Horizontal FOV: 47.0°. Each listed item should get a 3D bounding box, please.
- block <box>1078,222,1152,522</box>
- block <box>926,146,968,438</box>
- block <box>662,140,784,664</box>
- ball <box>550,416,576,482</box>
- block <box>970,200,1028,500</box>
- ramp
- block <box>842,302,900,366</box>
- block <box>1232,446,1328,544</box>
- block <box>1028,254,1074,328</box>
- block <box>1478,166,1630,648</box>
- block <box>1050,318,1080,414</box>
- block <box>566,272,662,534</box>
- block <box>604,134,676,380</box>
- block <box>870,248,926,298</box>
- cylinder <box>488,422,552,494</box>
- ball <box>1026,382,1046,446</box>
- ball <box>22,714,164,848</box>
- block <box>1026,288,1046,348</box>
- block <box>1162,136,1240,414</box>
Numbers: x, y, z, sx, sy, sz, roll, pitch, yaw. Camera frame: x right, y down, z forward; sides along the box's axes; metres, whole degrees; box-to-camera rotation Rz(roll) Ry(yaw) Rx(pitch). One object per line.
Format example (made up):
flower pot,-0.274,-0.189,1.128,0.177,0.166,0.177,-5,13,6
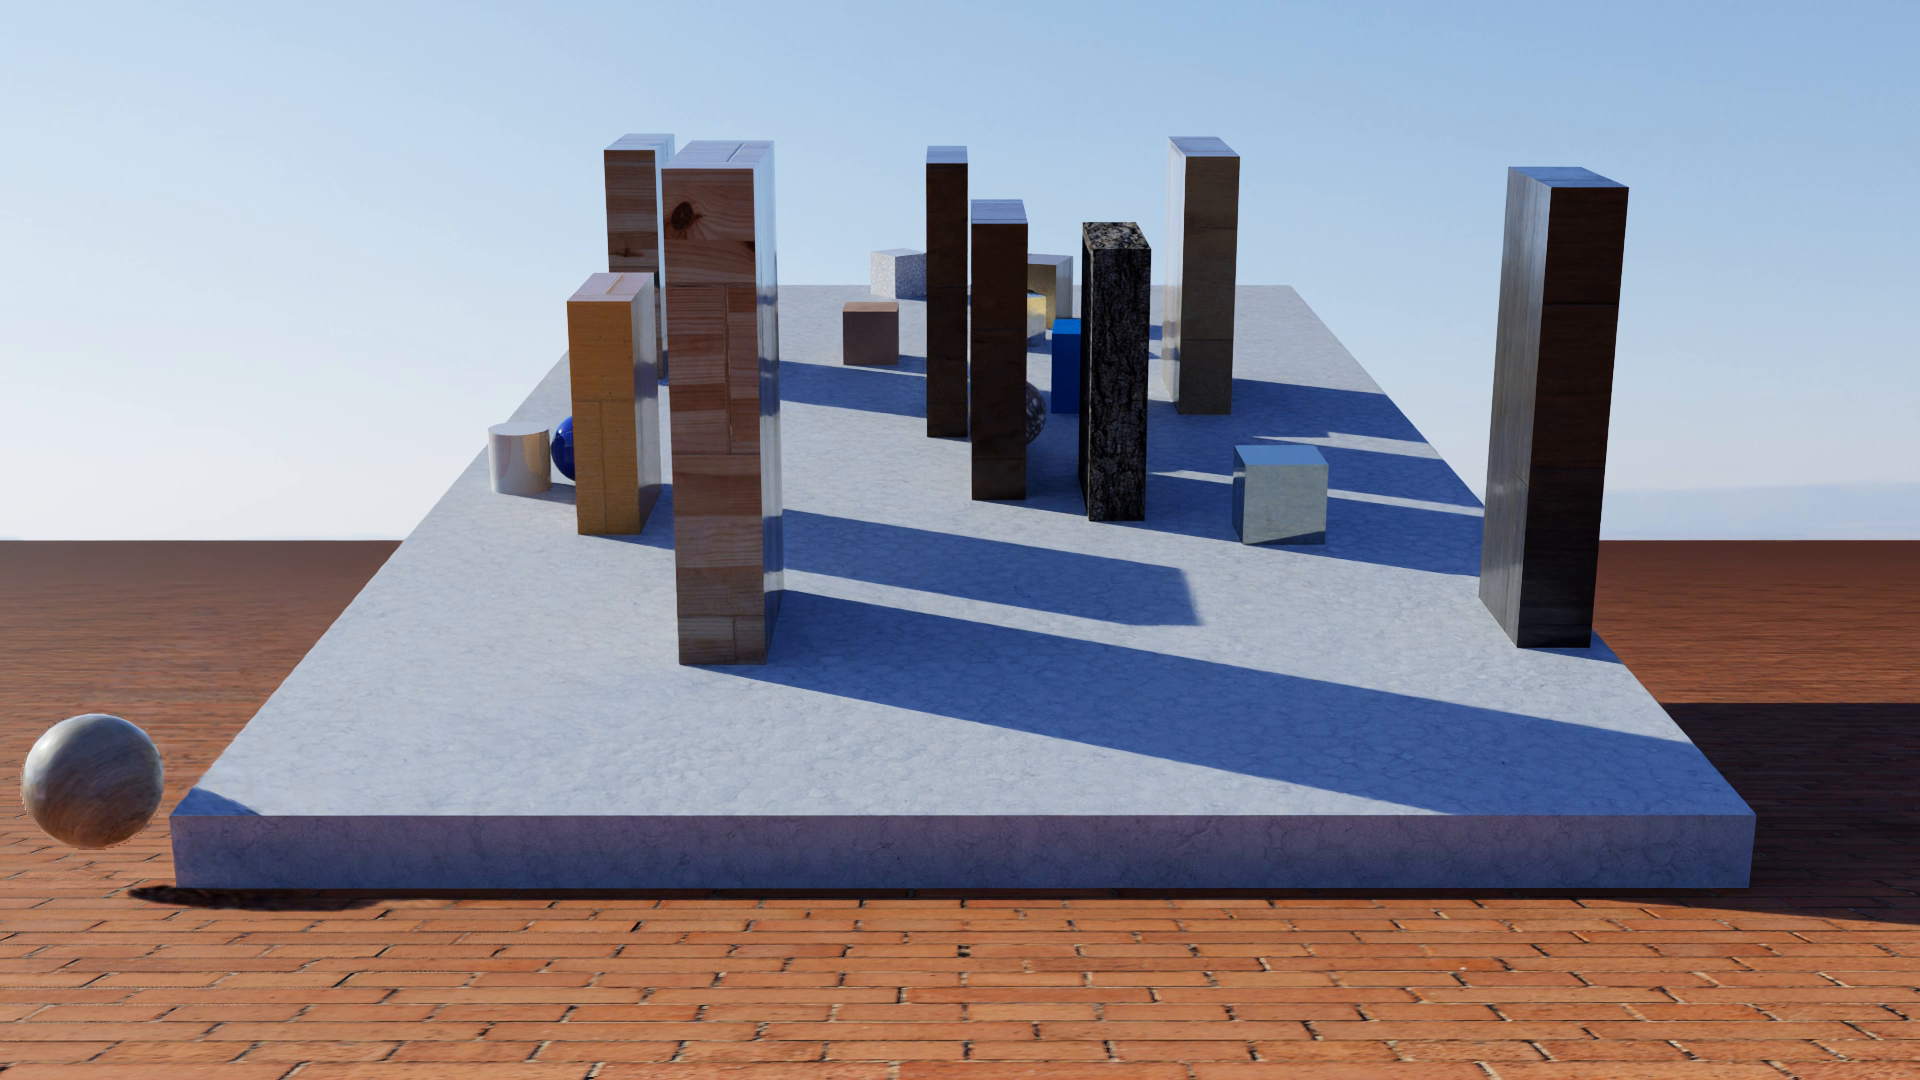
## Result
block,0.290,-0.326,4.197,0.104,0.507,0.347,0,16,0
block,-0.028,-0.548,4.824,0.087,0.584,0.338,0,16,0
block,-0.358,-0.222,3.409,0.130,0.743,0.382,0,16,0
ball,-0.735,-0.181,4.349,0.142,0.142,0.142,0,0,0
block,0.074,-0.380,4.338,0.104,0.531,0.347,0,16,0
ramp,-0.002,-0.161,4.717,2.000,0.100,4.000,0,16,0
block,-0.222,-0.517,5.525,0.134,0.134,0.134,0,16,0
block,0.578,-0.083,4.003,0.147,0.147,0.147,0,16,-1
block,0.203,-0.683,6.034,0.171,0.171,0.171,5,17,18
block,0.916,-0.209,3.434,0.114,0.707,0.258,0,16,0
block,0.301,-0.395,5.021,0.181,0.181,0.181,1,16,4
block,-0.638,-0.259,4.104,0.113,0.428,0.312,0,16,0
block,-0.773,-0.700,5.414,0.120,0.547,0.378,0,16,0
block,-0.176,-0.781,6.459,0.122,0.122,0.122,-12,20,-36
cylinder,-0.860,-0.161,4.320,0.118,0.118,0.118,0,16,0
ball,0.107,-0.266,4.630,0.150,0.150,0.150,0,0,0
ball,-1.110,0.308,2.830,0.171,0.171,0.171,0,0,0
block,0.140,-0.575,5.734,0.129,0.129,0.129,-5,17,-16
block,0.548,-0.616,5.079,0.118,0.574,0.424,0,16,0
